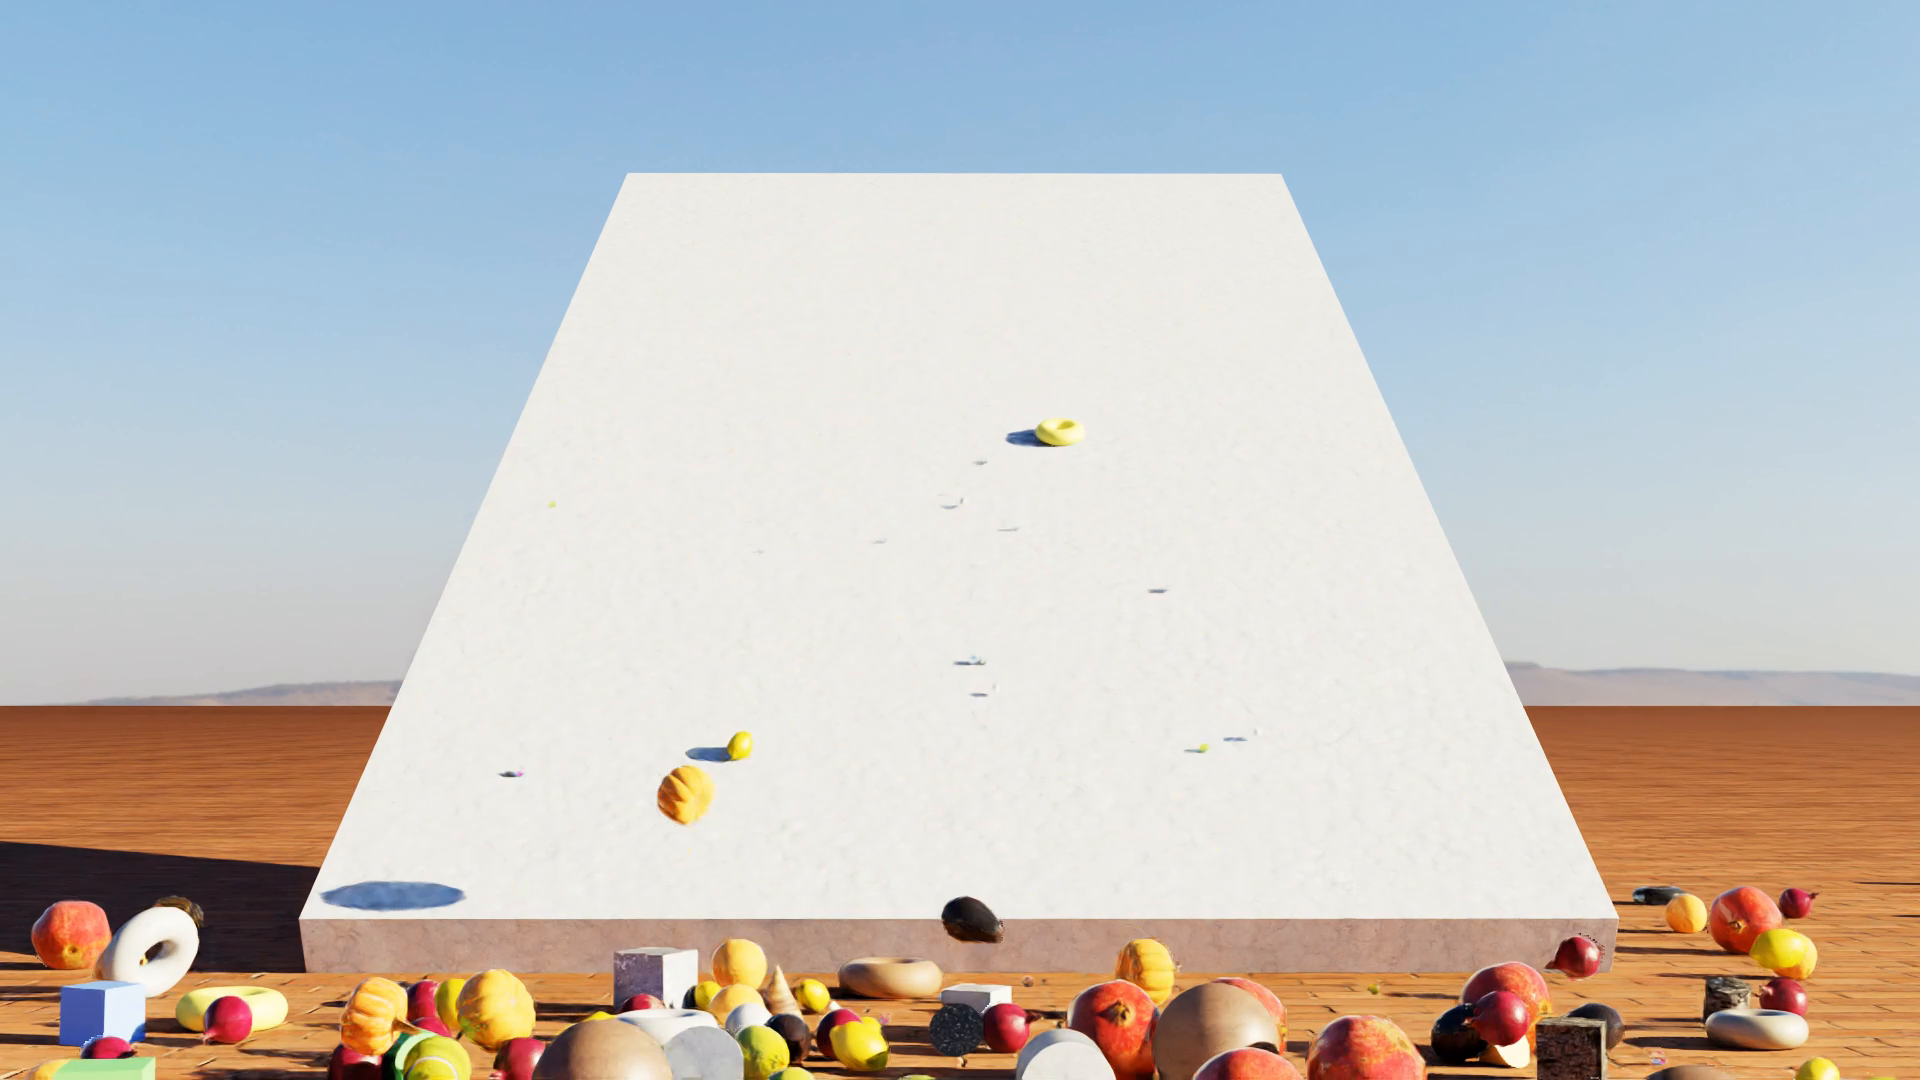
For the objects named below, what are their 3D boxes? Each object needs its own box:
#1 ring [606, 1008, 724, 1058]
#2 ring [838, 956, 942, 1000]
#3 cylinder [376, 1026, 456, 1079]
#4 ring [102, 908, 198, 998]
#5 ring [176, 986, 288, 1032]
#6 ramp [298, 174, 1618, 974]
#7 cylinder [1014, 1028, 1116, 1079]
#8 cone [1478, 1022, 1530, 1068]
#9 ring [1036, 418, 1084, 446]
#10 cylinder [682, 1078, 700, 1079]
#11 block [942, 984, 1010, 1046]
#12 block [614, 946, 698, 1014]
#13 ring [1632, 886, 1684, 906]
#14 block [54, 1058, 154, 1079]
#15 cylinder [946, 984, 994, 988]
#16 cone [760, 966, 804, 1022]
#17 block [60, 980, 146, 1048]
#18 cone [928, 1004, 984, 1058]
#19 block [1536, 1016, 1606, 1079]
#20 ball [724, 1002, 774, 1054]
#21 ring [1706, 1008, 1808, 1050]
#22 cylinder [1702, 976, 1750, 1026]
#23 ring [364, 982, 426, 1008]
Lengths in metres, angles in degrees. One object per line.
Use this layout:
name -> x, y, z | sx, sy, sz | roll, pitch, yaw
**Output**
ring -> -0.350, 0.586, 2.785 | 0.139, 0.046, 0.139 | 1, -5, 0
ring -> -0.099, 0.621, 3.324 | 0.150, 0.050, 0.150 | 0, -5, 0
cylinder -> -0.583, 0.557, 2.508 | 0.066, 0.066, 0.066 | 2, -5, -31
ring -> -1.132, 0.578, 3.275 | 0.048, 0.144, 0.144 | 29, 12, 30
ring -> -0.931, 0.601, 2.996 | 0.138, 0.046, 0.138 | 1, -3, 0
ramp -> -0.009, -0.229, 5.381 | 2.000, 0.100, 4.000 | 0, 25, 0
cylinder -> 0.102, 0.528, 2.276 | 0.093, 0.093, 0.093 | 0, -4, -2
cone -> 0.616, 0.590, 2.697 | 0.056, 0.056, 0.056 | 3, -32, -38
ring -> 0.224, -0.243, 5.251 | 0.110, 0.037, 0.110 | 1, 24, 0
cylinder -> -0.217, 0.522, 2.087 | 0.079, 0.079, 0.079 | -6, -7, 39
block -> 0.020, 0.583, 2.879 | 0.065, 0.065, 0.065 | -2, -4, 23
block -> -0.409, 0.594, 3.151 | 0.080, 0.080, 0.080 | -2, -4, 29
ring -> 1.433, 0.730, 4.806 | 0.102, 0.034, 0.102 | -1, -4, 0
block -> -0.801, 0.530, 2.193 | 0.077, 0.077, 0.077 | 1, -4, -10
cylinder -> 0.015, 0.591, 2.955 | 0.059, 0.059, 0.059 | 1, -4, -13
cone -> -0.239, 0.594, 3.077 | 0.070, 0.070, 0.070 | 0, -4, 0
block -> -1.049, 0.580, 2.867 | 0.069, 0.069, 0.069 | -2, -4, 23
cone -> 0.000, 0.595, 2.791 | 0.066, 0.066, 0.066 | -1, -31, 9
block -> 0.667, 0.559, 2.552 | 0.068, 0.068, 0.068 | -1, -4, 20
ball -> -0.250, 0.579, 2.781 | 0.059, 0.059, 0.059 | 0, -4, 0
ring -> 0.966, 0.593, 2.840 | 0.120, 0.040, 0.120 | 0, -5, 0
cylinder -> 0.968, 0.587, 2.959 | 0.054, 0.054, 0.054 | 0, 12, 0
ring -> -0.774, 0.624, 3.210 | 0.083, 0.028, 0.083 | 0, -2, 0
